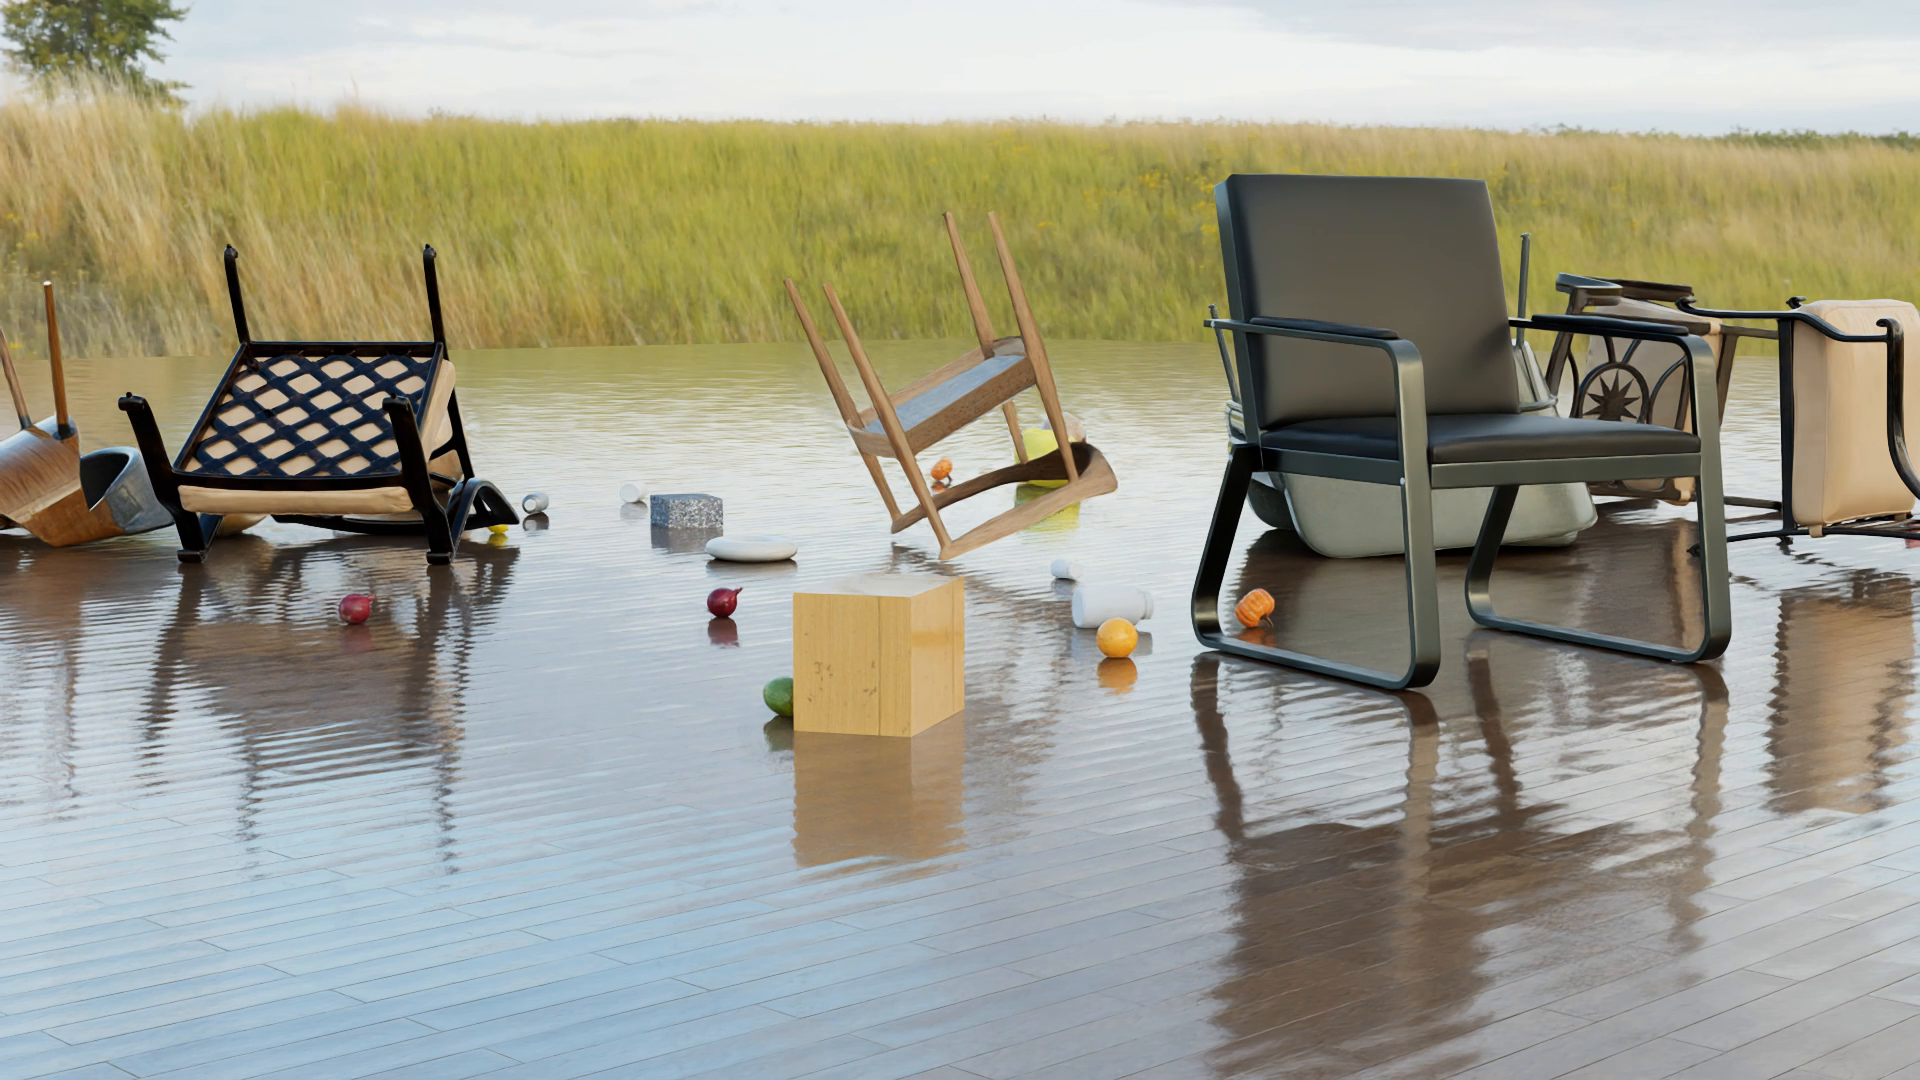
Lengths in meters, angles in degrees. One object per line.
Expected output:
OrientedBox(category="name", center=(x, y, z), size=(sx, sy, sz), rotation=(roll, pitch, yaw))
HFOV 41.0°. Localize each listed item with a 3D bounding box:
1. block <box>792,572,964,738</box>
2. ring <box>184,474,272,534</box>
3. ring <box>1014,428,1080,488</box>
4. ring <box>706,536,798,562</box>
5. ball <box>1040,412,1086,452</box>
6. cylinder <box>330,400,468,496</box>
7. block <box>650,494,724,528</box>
OrientedBox(category="block", center=(-0.117, 0.166, 3.811), size=(0.179, 0.202, 0.258), rotation=(2, 6, 17))
OrientedBox(category="ring", center=(-1.880, -0.094, 6.600), size=(0.147, 0.150, 0.435), rotation=(-8, 8, 1))
OrientedBox(category="ring", center=(0.276, -0.260, 8.162), size=(0.194, 0.159, 0.465), rotation=(6, 7, -11))
OrientedBox(category="ring", center=(-0.488, 0.020, 6.002), size=(0.211, 0.046, 0.230), rotation=(-4, 8, -39))
OrientedBox(category="ball", center=(0.366, -0.370, 9.163), size=(0.172, 0.172, 0.172), rotation=(0, 6, 0))
OrientedBox(category="cylinder", center=(-1.696, -0.279, 7.749), size=(0.312, 0.273, 0.314), rotation=(-4, -20, -35))
OrientedBox(category="block", center=(-0.726, -0.078, 6.809), size=(0.147, 0.074, 0.196), rotation=(-2, 6, -21))
